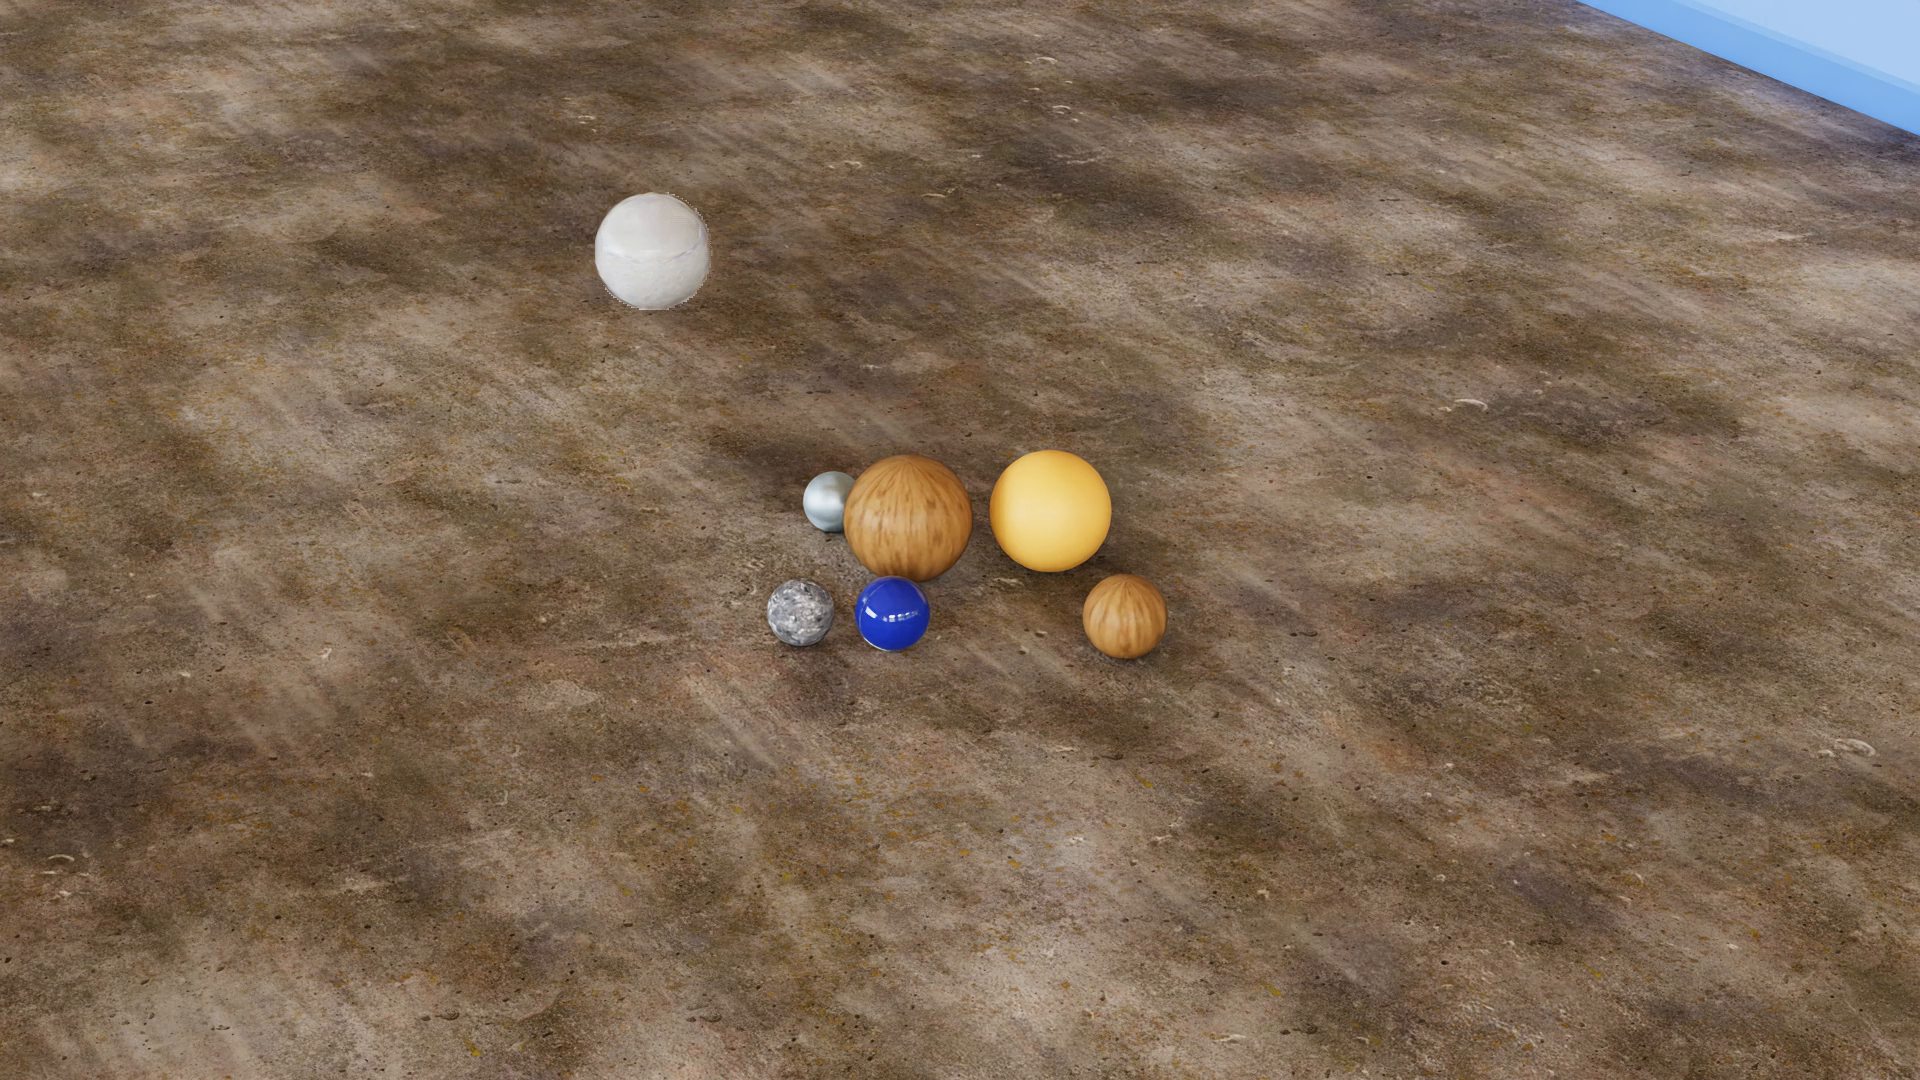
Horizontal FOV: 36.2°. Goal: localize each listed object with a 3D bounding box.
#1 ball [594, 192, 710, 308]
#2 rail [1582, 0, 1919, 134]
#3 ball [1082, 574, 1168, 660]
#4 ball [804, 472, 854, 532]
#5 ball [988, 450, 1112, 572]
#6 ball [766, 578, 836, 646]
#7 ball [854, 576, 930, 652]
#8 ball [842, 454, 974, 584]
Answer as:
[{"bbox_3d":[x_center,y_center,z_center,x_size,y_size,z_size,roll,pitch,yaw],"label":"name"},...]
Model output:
[{"bbox_3d":[-0.240,-0.226,2.295,0.090,0.090,0.090,0,28,0],"label":"ball"},{"bbox_3d":[0.443,-0.730,3.212,0.045,0.117,4.233,-16,32,-27],"label":"rail"},{"bbox_3d":[0.102,0.047,1.822,0.053,0.053,0.053,0,28,0],"label":"ball"},{"bbox_3d":[-0.085,-0.026,1.972,0.041,0.041,0.041,0,28,0],"label":"ball"},{"bbox_3d":[0.059,-0.019,1.918,0.080,0.080,0.080,0,28,0],"label":"ball"},{"bbox_3d":[-0.099,0.045,1.837,0.043,0.043,0.043,0,28,0],"label":"ball"},{"bbox_3d":[-0.042,0.046,1.831,0.047,0.047,0.047,0,28,0],"label":"ball"},{"bbox_3d":[-0.034,-0.014,1.904,0.084,0.084,0.084,0,28,0],"label":"ball"}]
